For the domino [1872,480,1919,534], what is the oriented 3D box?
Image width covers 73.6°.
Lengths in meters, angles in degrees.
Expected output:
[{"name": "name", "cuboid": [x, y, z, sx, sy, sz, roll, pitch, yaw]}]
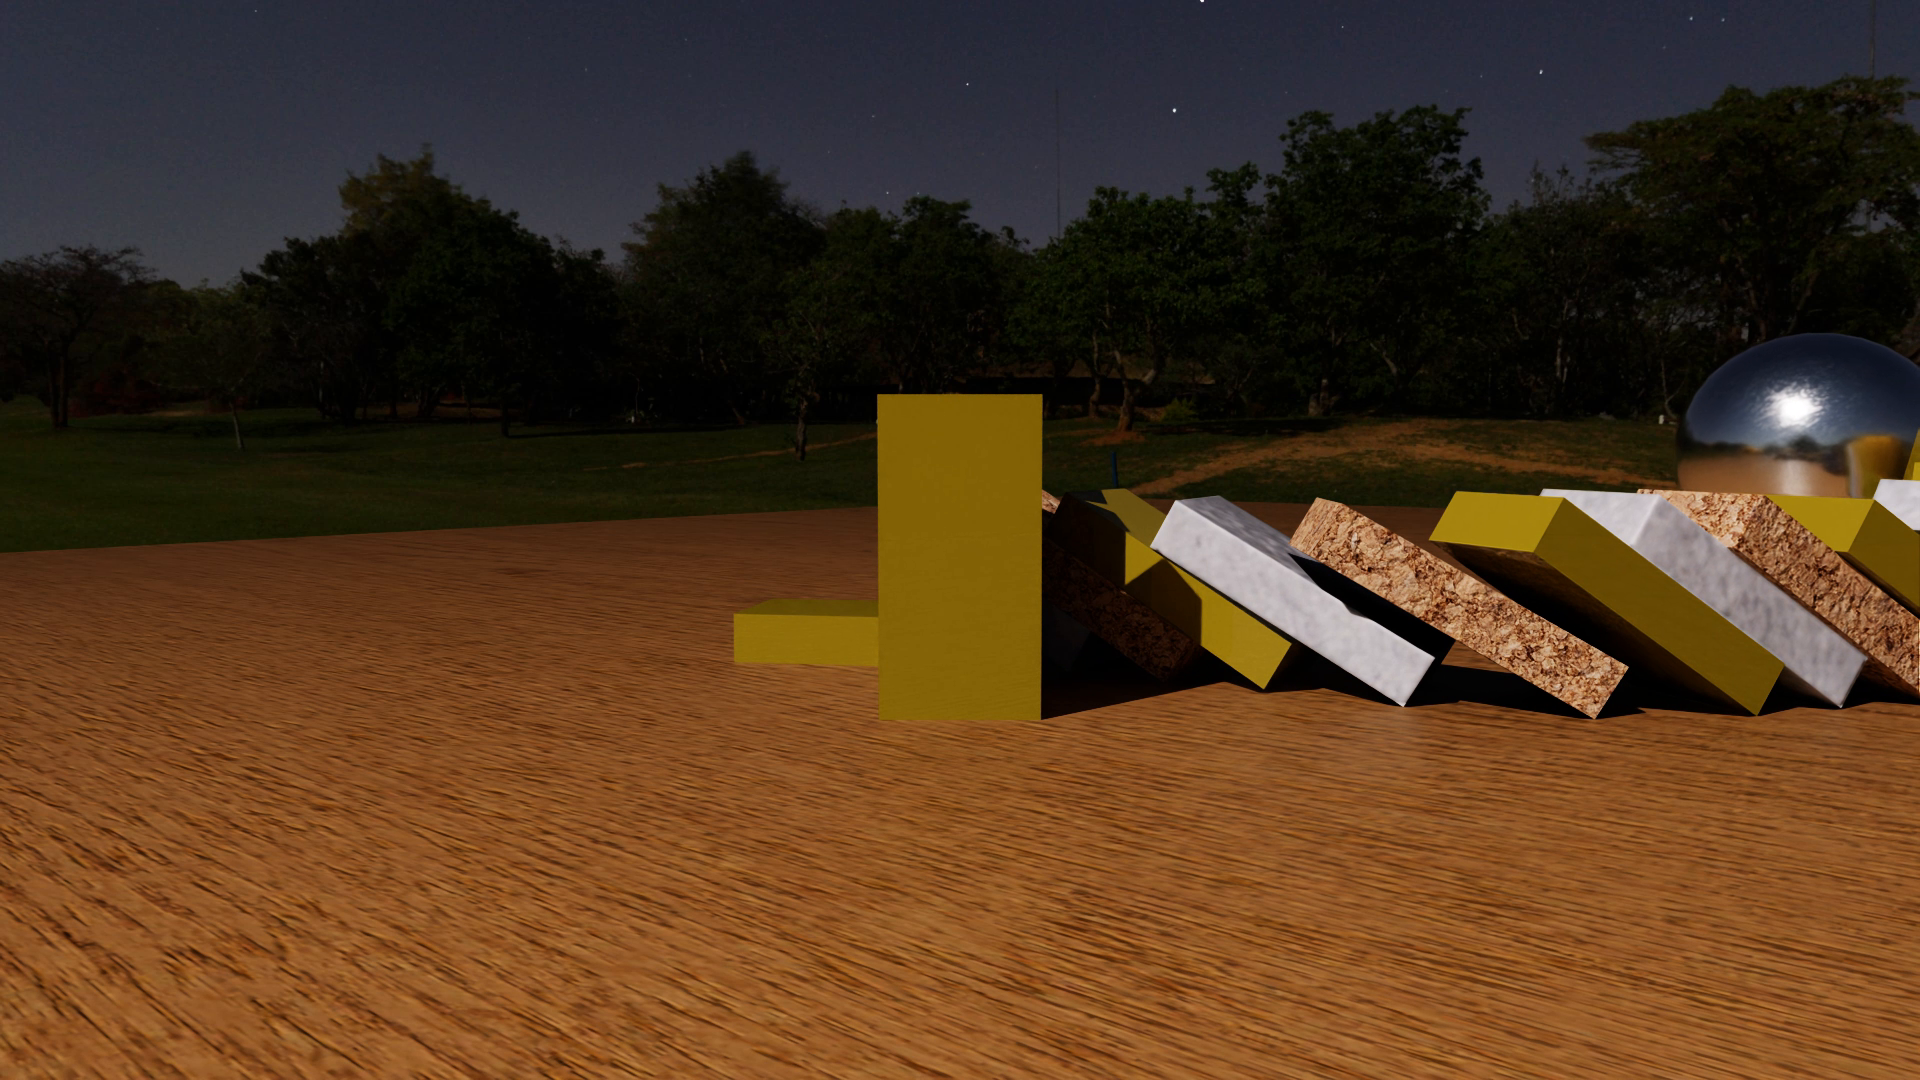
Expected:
[{"name": "domino", "cuboid": [0.179, 0.008, 0.220, 0.050, 0.010, 0.025, 37, -15, -29]}]

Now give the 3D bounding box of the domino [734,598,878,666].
[{"name": "domino", "cuboid": [-0.017, 0.018, 0.258, 0.050, 0.010, 0.025, 1, 4, 10]}]

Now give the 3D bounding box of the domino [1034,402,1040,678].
[{"name": "domino", "cuboid": [0.002, 0.000, 0.236, 0.025, 0.050, 0.010, 1, 4, 10]}]

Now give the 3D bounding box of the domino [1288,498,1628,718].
[{"name": "domino", "cuboid": [0.080, 0.010, 0.212, 0.050, 0.010, 0.025, 30, 7, 3]}]

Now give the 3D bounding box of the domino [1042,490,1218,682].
[{"name": "domino", "cuboid": [0.027, 0.007, 0.248, 0.050, 0.009, 0.025, 36, 22, 26]}]

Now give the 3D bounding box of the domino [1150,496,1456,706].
[{"name": "domino", "cuboid": [0.061, 0.009, 0.227, 0.050, 0.009, 0.025, 34, 19, 23]}]

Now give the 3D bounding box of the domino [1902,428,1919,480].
[{"name": "domino", "cuboid": [0.299, -0.010, 0.387, 0.025, 0.050, 0.009, 1, 36, 17]}]

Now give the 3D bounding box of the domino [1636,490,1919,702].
[{"name": "domino", "cuboid": [0.138, 0.009, 0.215, 0.050, 0.010, 0.025, 32, -4, -15]}]

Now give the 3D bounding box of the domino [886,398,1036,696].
[{"name": "domino", "cuboid": [0.000, 0.001, 0.221, 0.025, 0.050, 0.010, 0, 4, 3]}]

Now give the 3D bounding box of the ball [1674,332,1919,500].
[{"name": "ball", "cuboid": [0.289, -0.030, 0.437, 0.080, 0.080, 0.080, 0, 4, 0]}]

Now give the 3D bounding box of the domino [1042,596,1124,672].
[{"name": "domino", "cuboid": [0.011, 0.007, 0.259, 0.050, 0.010, 0.025, 36, 22, 26]}]

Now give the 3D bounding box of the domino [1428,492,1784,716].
[{"name": "domino", "cuboid": [0.103, 0.010, 0.207, 0.050, 0.010, 0.025, 32, -4, -15]}]

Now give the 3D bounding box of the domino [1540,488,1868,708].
[{"name": "domino", "cuboid": [0.120, 0.009, 0.212, 0.050, 0.009, 0.025, 32, -4, -15]}]

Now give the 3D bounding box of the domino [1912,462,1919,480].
[{"name": "domino", "cuboid": [0.238, 0.001, 0.295, 0.025, 0.009, 0.050, 1, -34, 44]}]

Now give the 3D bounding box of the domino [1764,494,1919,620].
[{"name": "domino", "cuboid": [0.157, 0.009, 0.218, 0.050, 0.010, 0.025, 31, -4, -16]}]

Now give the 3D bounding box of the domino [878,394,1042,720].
[{"name": "domino", "cuboid": [0.000, 0.002, 0.201, 0.025, 0.050, 0.010, 0, 4, 0]}]

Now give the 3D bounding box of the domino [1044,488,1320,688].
[{"name": "domino", "cuboid": [0.043, 0.008, 0.239, 0.050, 0.009, 0.025, 36, 22, 26]}]
